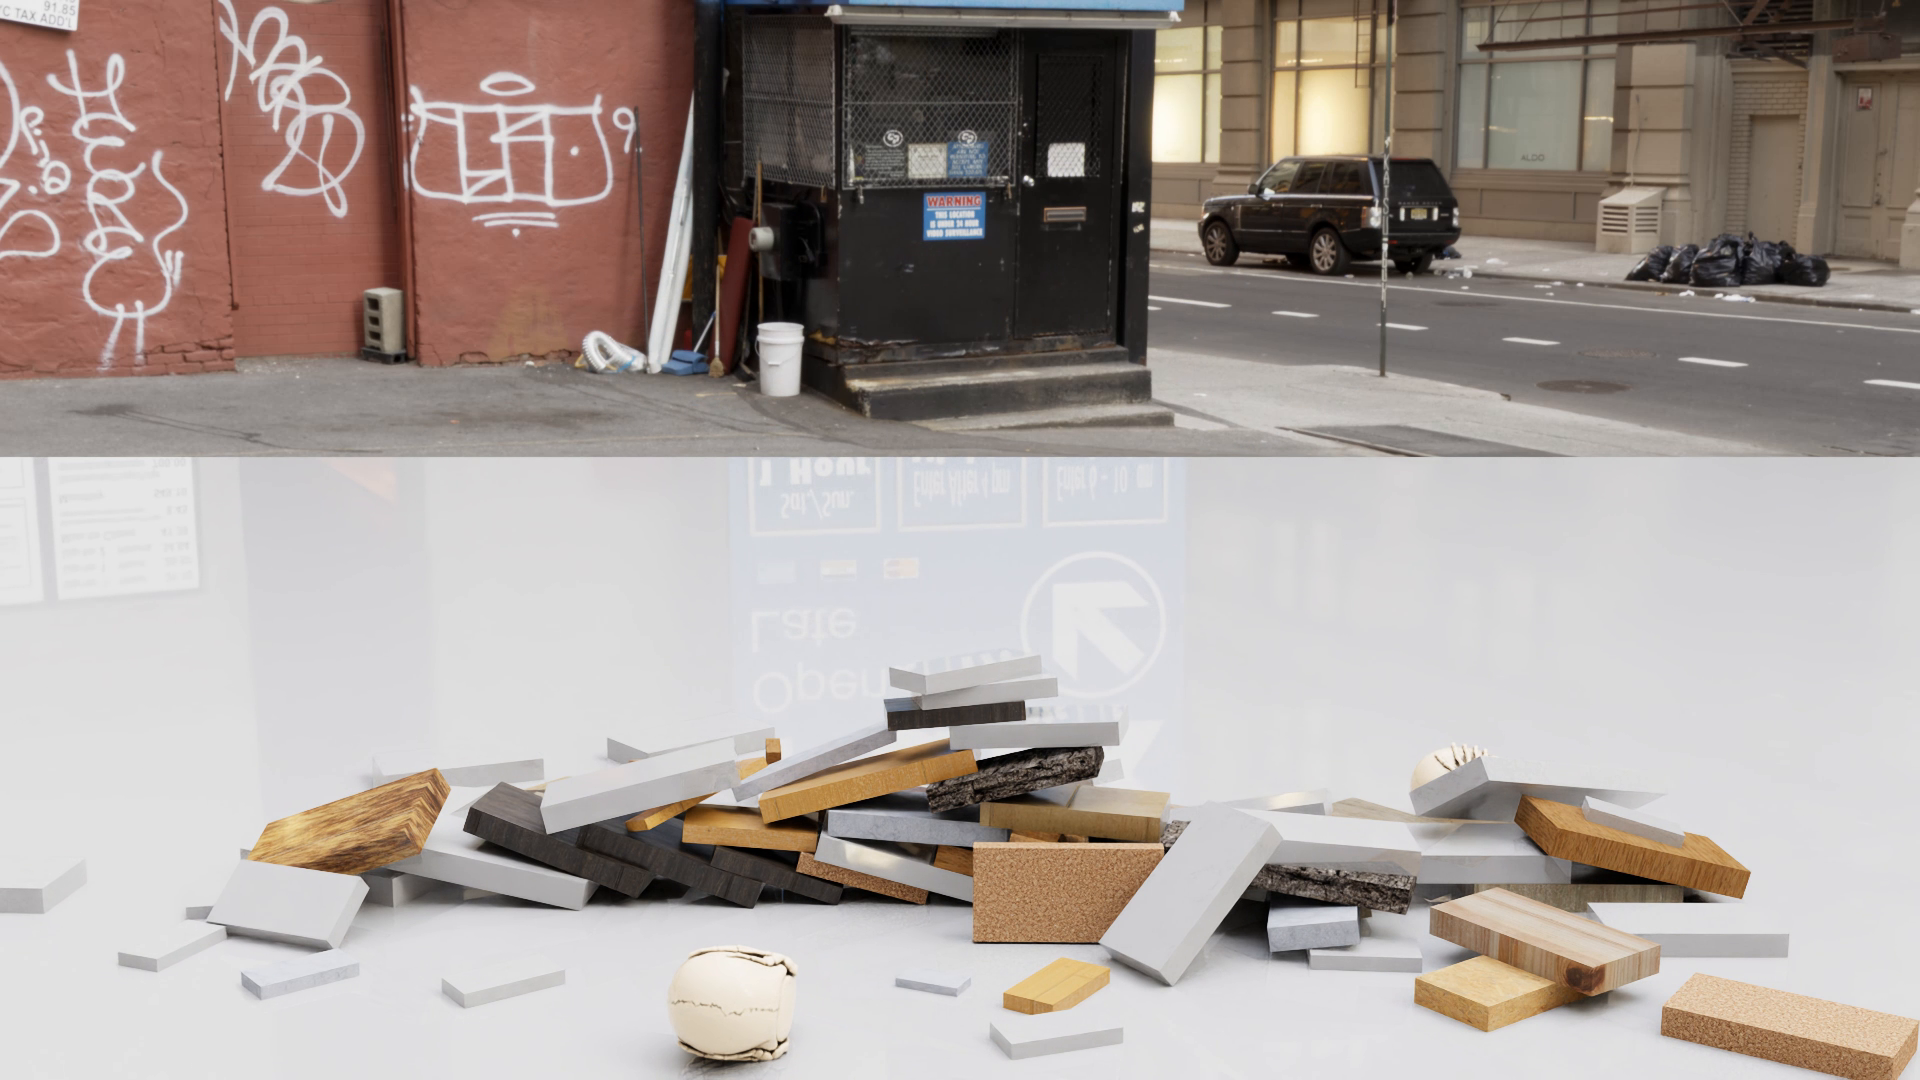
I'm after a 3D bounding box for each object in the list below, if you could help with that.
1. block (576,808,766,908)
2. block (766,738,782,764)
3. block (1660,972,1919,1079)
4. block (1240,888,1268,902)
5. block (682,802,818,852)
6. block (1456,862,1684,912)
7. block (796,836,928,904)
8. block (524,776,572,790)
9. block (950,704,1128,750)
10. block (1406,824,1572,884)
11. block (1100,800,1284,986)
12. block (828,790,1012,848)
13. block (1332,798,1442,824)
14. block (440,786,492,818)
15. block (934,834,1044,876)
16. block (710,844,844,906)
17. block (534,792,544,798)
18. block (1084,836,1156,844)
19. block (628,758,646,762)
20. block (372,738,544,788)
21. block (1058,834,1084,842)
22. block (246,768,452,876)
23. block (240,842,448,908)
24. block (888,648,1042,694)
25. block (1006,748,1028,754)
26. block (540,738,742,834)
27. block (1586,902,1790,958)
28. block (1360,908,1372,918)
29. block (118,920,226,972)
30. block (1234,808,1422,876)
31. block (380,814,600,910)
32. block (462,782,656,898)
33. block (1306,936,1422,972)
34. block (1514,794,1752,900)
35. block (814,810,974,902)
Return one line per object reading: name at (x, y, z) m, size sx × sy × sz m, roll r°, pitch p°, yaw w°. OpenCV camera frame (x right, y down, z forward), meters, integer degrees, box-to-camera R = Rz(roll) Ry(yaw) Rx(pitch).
block at (-0.471, 0.517, 3.669) m, size 0.310 × 0.044 × 0.155 m, roll 20°, pitch 11°, yaw 1°
block at (-0.325, 0.443, 3.832) m, size 0.025 × 0.177 × 0.089 m, roll 0°, pitch 11°, yaw -6°
block at (1.156, 0.680, 3.066) m, size 0.307 × 0.043 × 0.153 m, roll 7°, pitch 13°, yaw 34°
block at (0.401, 0.552, 3.647) m, size 0.198 × 0.028 × 0.099 m, roll 11°, pitch 13°, yaw -15°
block at (-0.347, 0.477, 3.655) m, size 0.219 × 0.031 × 0.109 m, roll 5°, pitch 12°, yaw -4°
block at (1.007, 0.568, 3.659) m, size 0.338 × 0.048 × 0.169 m, roll 0°, pitch 11°, yaw 1°
block at (-0.160, 0.547, 3.660) m, size 0.219 × 0.031 × 0.109 m, roll 15°, pitch 10°, yaw -3°
block at (-0.777, 0.484, 4.175) m, size 0.081 × 0.023 × 0.161 m, roll 8°, pitch 13°, yaw 37°
block at (0.131, 0.306, 3.609) m, size 0.276 × 0.039 × 0.138 m, roll -2°, pitch 7°, yaw 11°
block at (0.824, 0.520, 3.654) m, size 0.338 × 0.048 × 0.169 m, roll 0°, pitch 11°, yaw 0°
block at (0.353, 0.536, 3.361) m, size 0.288 × 0.041 × 0.144 m, roll -49°, pitch 32°, yaw -18°
block at (-0.061, 0.459, 3.644) m, size 0.293 × 0.042 × 0.147 m, roll 4°, pitch 10°, yaw 6°
block at (0.765, 0.525, 3.905) m, size 0.148 × 0.042 × 0.297 m, roll -9°, pitch 14°, yaw -40°
block at (-0.935, 0.484, 3.904) m, size 0.116 × 0.033 × 0.232 m, roll 3°, pitch 9°, yaw 13°
block at (0.106, 0.535, 3.657) m, size 0.293 × 0.042 × 0.147 m, roll 14°, pitch 10°, yaw -1°
block at (-0.302, 0.540, 3.651) m, size 0.219 × 0.031 × 0.109 m, roll 18°, pitch 11°, yaw -6°
block at (-0.622, 0.512, 3.855) m, size 0.310 × 0.044 × 0.155 m, roll 9°, pitch 12°, yaw 6°
block at (0.303, 0.512, 3.585) m, size 0.198 × 0.028 × 0.099 m, roll 13°, pitch 13°, yaw 0°
block at (-0.533, 0.435, 4.186) m, size 0.146 × 0.041 × 0.293 m, roll -3°, pitch -4°, yaw -18°
block at (-0.987, 0.447, 4.322) m, size 0.307 × 0.043 × 0.153 m, roll -4°, pitch 11°, yaw -22°
block at (0.262, 0.542, 3.638) m, size 0.198 × 0.028 × 0.099 m, roll 21°, pitch 10°, yaw -11°
block at (-1.014, 0.489, 3.606) m, size 0.340 × 0.048 × 0.170 m, roll -19°, pitch 27°, yaw 17°
block at (-1.039, 0.550, 3.752) m, size 0.340 × 0.048 × 0.170 m, roll 6°, pitch 12°, yaw 27°
block at (0.009, 0.214, 3.610) m, size 0.225 × 0.032 × 0.112 m, roll -8°, pitch 8°, yaw -32°
block at (0.154, 0.453, 4.305) m, size 0.132 × 0.037 × 0.265 m, roll 1°, pitch 11°, yaw 4°
block at (-0.526, 0.405, 3.643) m, size 0.321 × 0.046 × 0.161 m, roll -14°, pitch 9°, yaw -4°
block at (1.138, 0.611, 3.449) m, size 0.273 × 0.039 × 0.136 m, roll 0°, pitch 11°, yaw 0°
block at (0.622, 0.585, 3.605) m, size 0.079 × 0.022 × 0.158 m, roll -8°, pitch 10°, yaw 2°
block at (-1.219, 0.628, 3.406) m, size 0.076 × 0.022 × 0.152 m, roll 4°, pitch 11°, yaw 22°
block at (0.573, 0.479, 3.496) m, size 0.290 × 0.041 × 0.145 m, roll 5°, pitch 11°, yaw -1°
block at (-0.773, 0.532, 3.673) m, size 0.340 × 0.048 × 0.170 m, roll 12°, pitch 11°, yaw 2°
block at (-0.655, 0.498, 3.671) m, size 0.310 × 0.044 × 0.155 m, roll 20°, pitch 11°, yaw 4°
block at (0.618, 0.634, 3.369) m, size 0.167 × 0.024 × 0.084 m, roll 1°, pitch 11°, yaw 5°
block at (1.106, 0.505, 3.628) m, size 0.338 × 0.048 × 0.169 m, roll 13°, pitch 10°, yaw -8°
block at (-0.091, 0.528, 3.661) m, size 0.293 × 0.042 × 0.147 m, roll 15°, pitch 10°, yaw -2°
